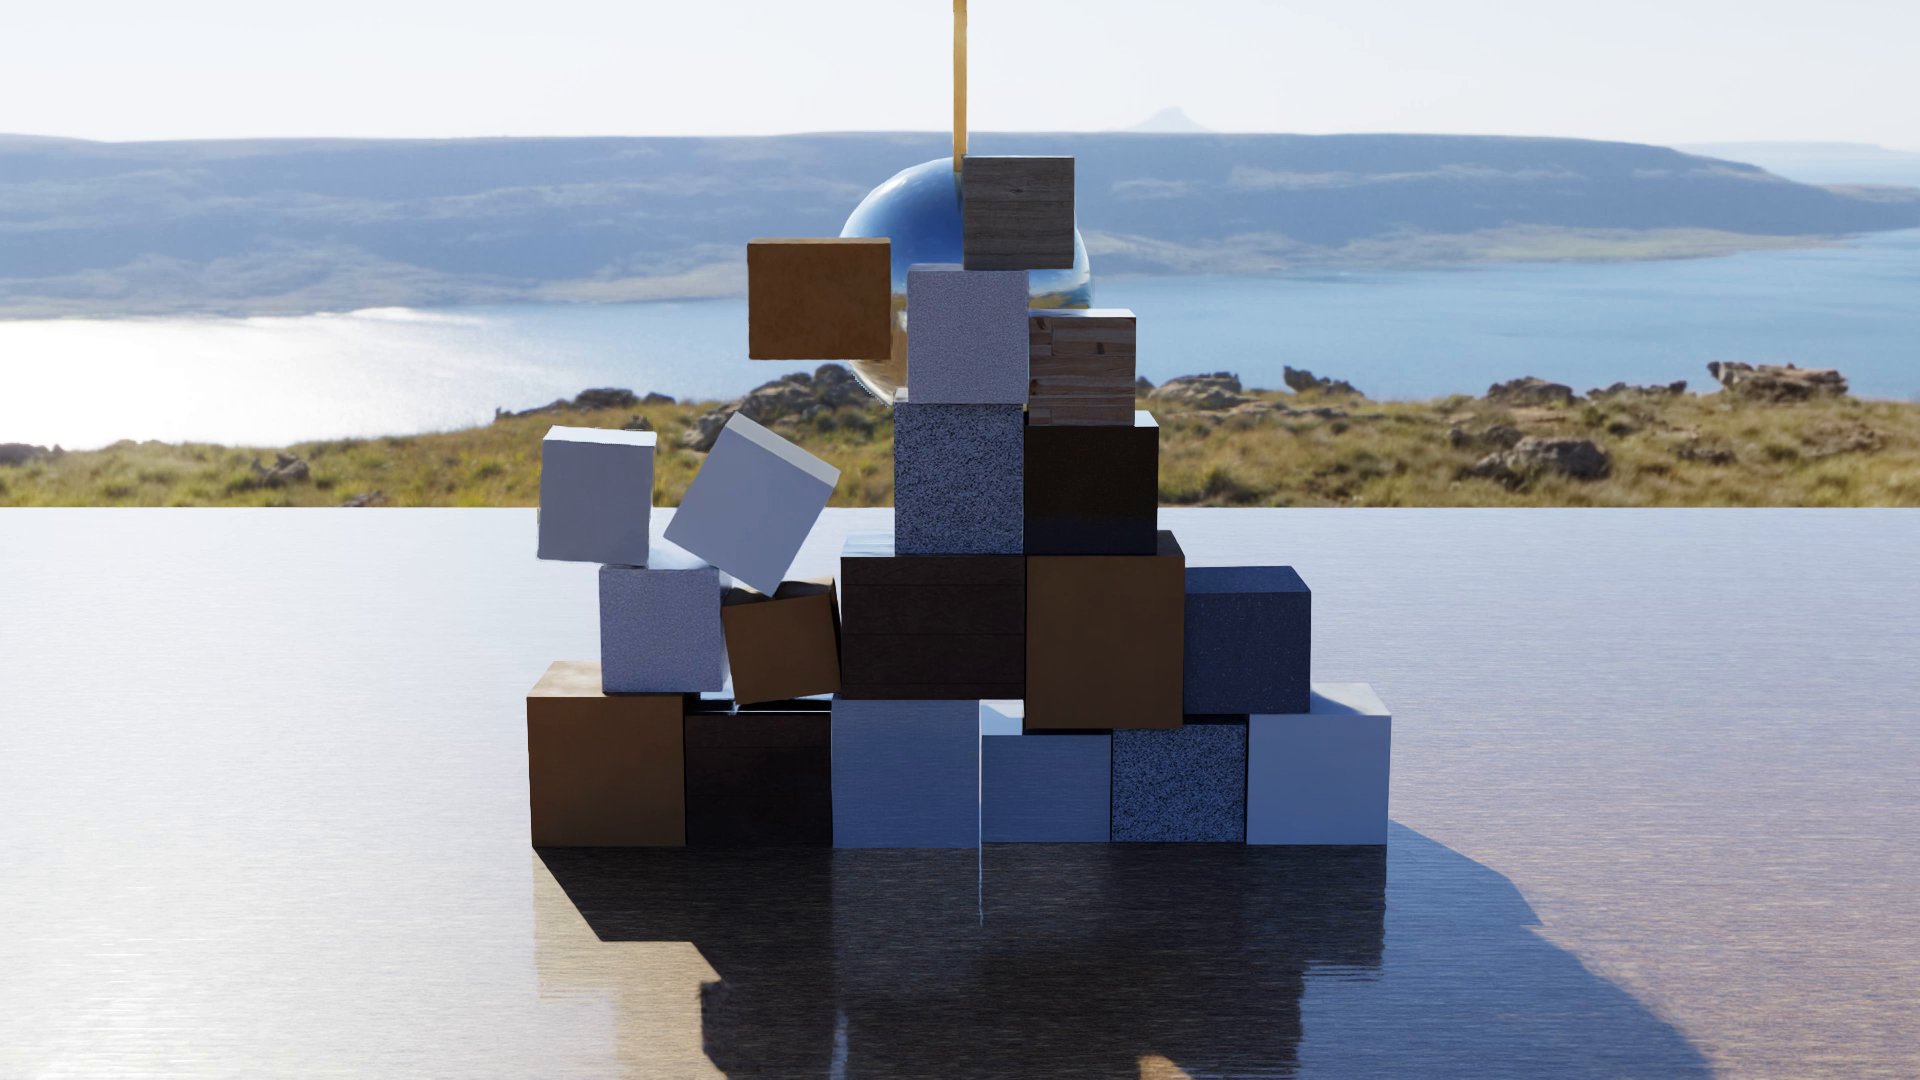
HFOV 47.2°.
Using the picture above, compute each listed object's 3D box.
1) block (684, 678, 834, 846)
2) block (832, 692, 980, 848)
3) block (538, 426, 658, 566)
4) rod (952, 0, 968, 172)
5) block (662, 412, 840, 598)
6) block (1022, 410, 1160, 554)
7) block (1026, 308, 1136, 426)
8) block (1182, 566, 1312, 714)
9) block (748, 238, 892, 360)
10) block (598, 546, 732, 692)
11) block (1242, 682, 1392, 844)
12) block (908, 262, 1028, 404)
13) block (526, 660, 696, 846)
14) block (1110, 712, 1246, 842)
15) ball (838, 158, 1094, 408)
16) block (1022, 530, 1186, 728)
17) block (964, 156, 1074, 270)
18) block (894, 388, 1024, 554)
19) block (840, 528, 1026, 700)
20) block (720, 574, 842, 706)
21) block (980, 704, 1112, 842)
[{"bbox_3d":[-1.009,1.141,11.391,0.725,0.679,0.759,0,10,0],"label":"block"},{"bbox_3d":[-0.270,1.100,11.379,0.734,0.764,0.800,0,10,0],"label":"block"},{"bbox_3d":[-1.831,-0.233,11.155,0.537,0.596,0.673,3,8,-7],"label":"block"},{"bbox_3d":[0.000,-4.349,11.400,0.080,5.200,0.080,0,33,0],"label":"rod"},{"bbox_3d":[-1.047,-0.188,11.162,0.622,0.641,0.582,30,9,-5],"label":"block"},{"bbox_3d":[0.647,-0.298,11.124,0.655,0.640,0.629,0,10,0],"label":"block"},{"bbox_3d":[0.599,-0.872,11.013,0.518,0.531,0.528,0,10,0],"label":"block"},{"bbox_3d":[1.432,0.504,11.291,0.633,0.619,0.679,-1,10,0],"label":"block"},{"bbox_3d":[-0.688,-1.211,10.958,0.688,0.562,0.591,0,11,-1],"label":"block"},{"bbox_3d":[-1.496,0.400,11.269,0.600,0.627,0.617,0,10,0],"label":"block"},{"bbox_3d":[1.803,1.147,11.372,0.710,0.675,0.654,0,10,0],"label":"block"},{"bbox_3d":[0.039,-1.042,10.980,0.584,0.642,0.695,0,10,0],"label":"block"},{"bbox_3d":[-1.770,1.093,11.382,0.776,0.777,0.763,0,10,0],"label":"block"},{"bbox_3d":[1.104,1.172,11.414,0.669,0.609,0.638,0,10,0],"label":"block"},{"bbox_3d":[0.000,-1.491,13.242,1.600,1.600,1.600,0,10,0],"label":"ball"},{"bbox_3d":[0.720,0.444,11.277,0.781,0.874,0.756,0,10,0],"label":"block"},{"bbox_3d":[0.286,-1.625,10.894,0.535,0.538,0.513,0,10,0],"label":"block"},{"bbox_3d":[-0.007,-0.361,11.134,0.633,0.752,0.642,0,10,0],"label":"block"},{"bbox_3d":[-0.134,0.368,11.247,0.907,0.723,0.784,0,10,0],"label":"block"},{"bbox_3d":[-0.892,0.507,11.258,0.545,0.509,0.491,-7,10,1],"label":"block"},{"bbox_3d":[0.434,1.201,11.395,0.652,0.560,0.605,0,10,0],"label":"block"}]
